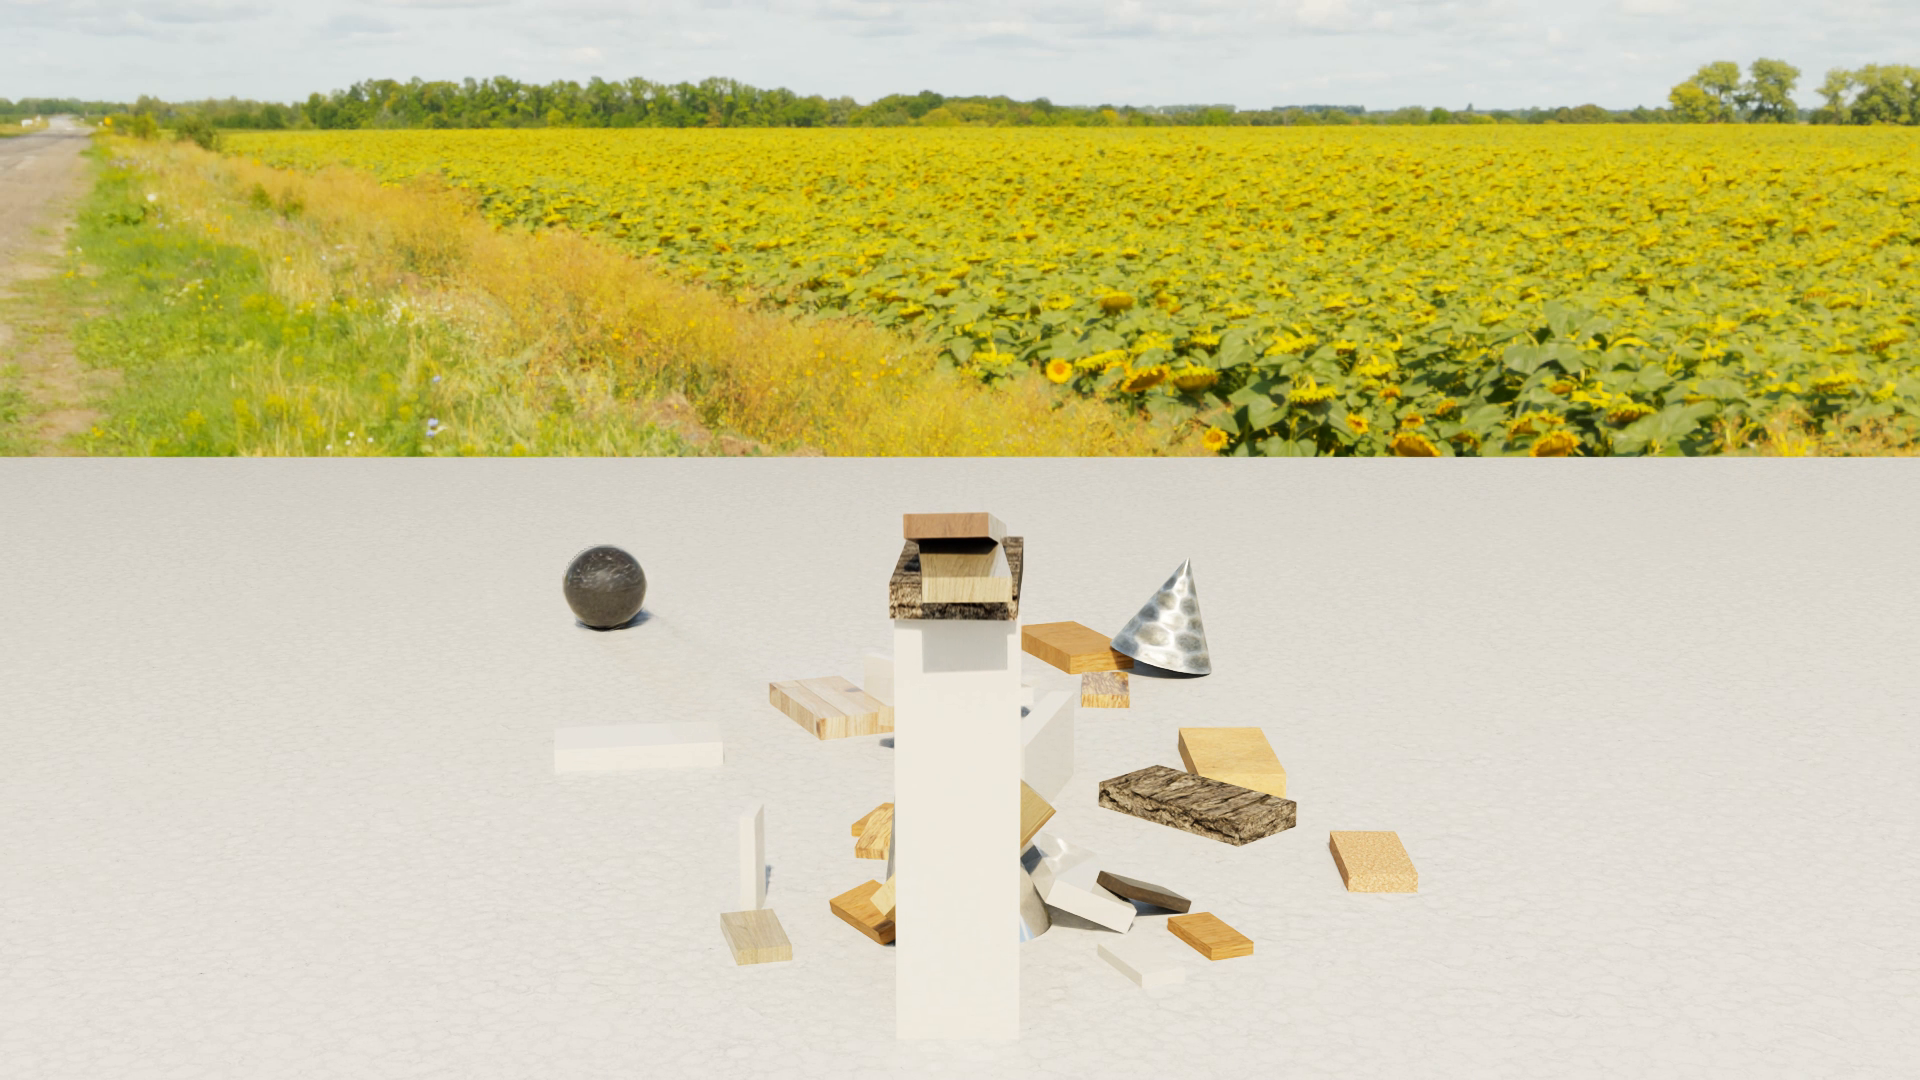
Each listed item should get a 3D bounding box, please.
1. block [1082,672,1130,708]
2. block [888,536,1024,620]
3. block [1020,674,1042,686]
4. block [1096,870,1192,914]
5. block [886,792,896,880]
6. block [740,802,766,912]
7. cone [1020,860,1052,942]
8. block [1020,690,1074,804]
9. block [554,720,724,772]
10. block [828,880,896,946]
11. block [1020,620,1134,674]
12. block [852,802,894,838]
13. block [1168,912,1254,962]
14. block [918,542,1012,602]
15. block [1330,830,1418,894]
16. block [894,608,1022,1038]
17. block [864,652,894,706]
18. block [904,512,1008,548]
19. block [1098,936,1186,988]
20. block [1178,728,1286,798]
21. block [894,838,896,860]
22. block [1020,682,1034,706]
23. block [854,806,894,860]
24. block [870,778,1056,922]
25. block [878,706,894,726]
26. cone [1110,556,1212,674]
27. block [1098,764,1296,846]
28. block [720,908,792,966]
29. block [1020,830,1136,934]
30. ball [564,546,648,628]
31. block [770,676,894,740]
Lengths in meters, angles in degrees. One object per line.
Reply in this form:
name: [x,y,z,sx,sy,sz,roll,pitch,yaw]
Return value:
block: [0.327,0.337,4.952,0.105,0.030,0.210,1,11,3]
block: [0.000,0.050,3.106,0.171,0.049,0.343,1,11,3]
block: [0.144,0.327,5.050,0.046,0.013,0.093,8,13,38]
block: [0.298,0.570,3.563,0.146,0.021,0.073,20,-1,-36]
block: [-0.036,0.467,3.582,0.144,0.289,0.041,-2,39,-11]
block: [-0.337,0.520,3.580,0.024,0.169,0.085,1,11,5]
cone: [0.031,0.498,3.522,0.235,0.235,0.235,0,11,0]
block: [0.148,0.416,4.147,0.047,0.167,0.411,3,11,15]
block: [-0.654,0.418,4.464,0.332,0.047,0.166,-2,11,-10]
block: [-0.132,0.595,3.520,0.085,0.024,0.169,-22,20,-26]
block: [0.271,0.259,5.324,0.166,0.047,0.332,-4,11,-22]
block: [-0.134,0.514,4.019,0.074,0.021,0.148,4,11,22]
block: [0.392,0.621,3.448,0.073,0.021,0.146,-4,11,-22]
block: [0.005,0.042,2.935,0.115,0.033,0.230,0,11,-2]
block: [0.710,0.552,3.783,0.115,0.033,0.230,0,11,2]
block: [-0.003,0.396,3.048,0.171,0.608,0.049,0,11,0]
block: [-0.129,0.318,4.847,0.210,0.105,0.030,10,15,44]
block: [-0.004,-0.012,3.049,0.115,0.033,0.230,-1,-4,7]
block: [0.275,0.640,3.341,0.073,0.021,0.146,-5,11,-23]
block: [0.535,0.439,4.355,0.167,0.047,0.335,0,11,-1]
block: [-0.020,0.420,3.214,0.116,0.033,0.232,2,9,7]
block: [0.058,0.331,4.846,0.135,0.038,0.269,-1,3,-15]
block: [-0.132,0.521,3.904,0.074,0.021,0.148,2,22,13]
block: [0.007,0.486,3.394,0.041,0.289,0.144,43,-1,40]
block: [-0.024,0.364,4.430,0.135,0.038,0.269,4,-2,-45]
cone: [0.506,0.156,5.173,0.250,0.250,0.250,14,9,-2]
block: [0.438,0.490,4.079,0.167,0.047,0.335,-10,15,-43]
block: [-0.320,0.620,3.441,0.085,0.024,0.169,-3,11,-15]
block: [0.183,0.552,3.606,0.144,0.041,0.289,23,6,-13]
ball: [-0.906,0.120,5.620,0.212,0.212,0.212,0,11,0]
block: [-0.281,0.362,4.770,0.166,0.047,0.332,-5,11,-23]
